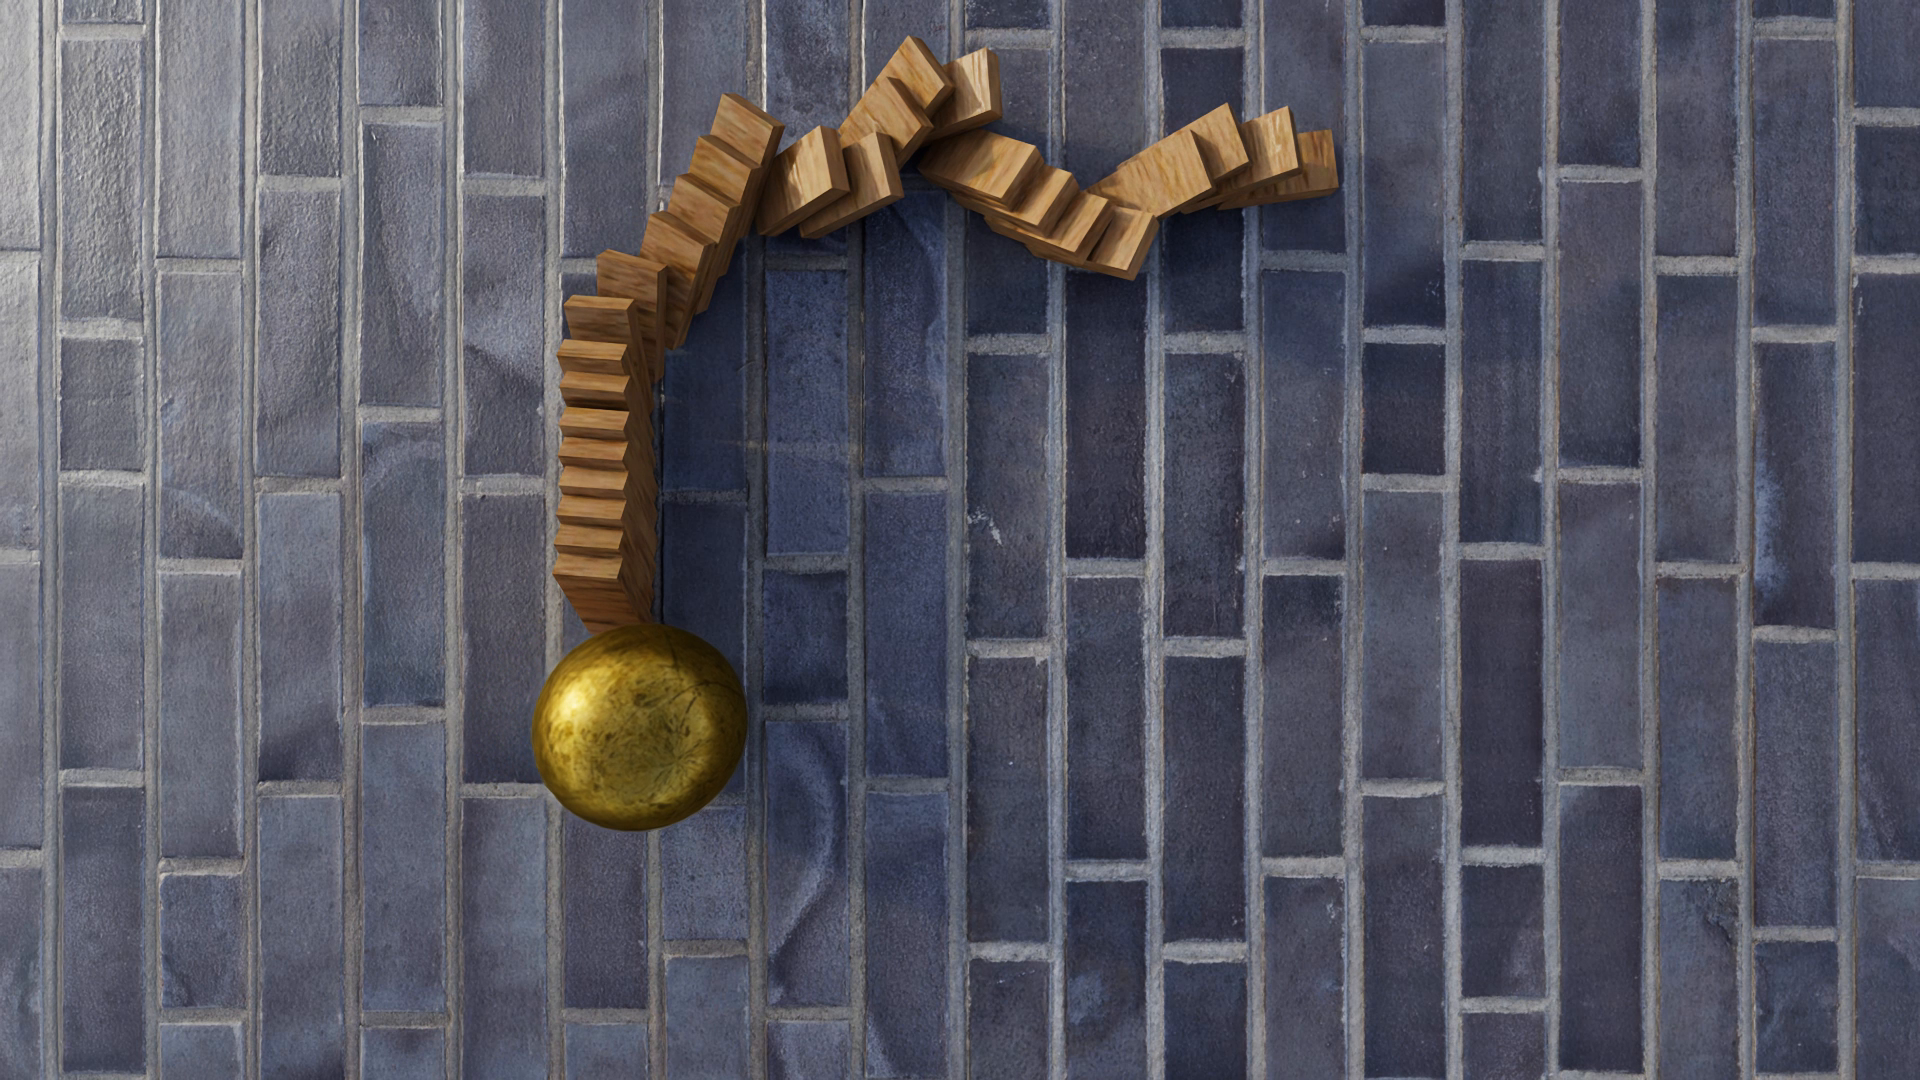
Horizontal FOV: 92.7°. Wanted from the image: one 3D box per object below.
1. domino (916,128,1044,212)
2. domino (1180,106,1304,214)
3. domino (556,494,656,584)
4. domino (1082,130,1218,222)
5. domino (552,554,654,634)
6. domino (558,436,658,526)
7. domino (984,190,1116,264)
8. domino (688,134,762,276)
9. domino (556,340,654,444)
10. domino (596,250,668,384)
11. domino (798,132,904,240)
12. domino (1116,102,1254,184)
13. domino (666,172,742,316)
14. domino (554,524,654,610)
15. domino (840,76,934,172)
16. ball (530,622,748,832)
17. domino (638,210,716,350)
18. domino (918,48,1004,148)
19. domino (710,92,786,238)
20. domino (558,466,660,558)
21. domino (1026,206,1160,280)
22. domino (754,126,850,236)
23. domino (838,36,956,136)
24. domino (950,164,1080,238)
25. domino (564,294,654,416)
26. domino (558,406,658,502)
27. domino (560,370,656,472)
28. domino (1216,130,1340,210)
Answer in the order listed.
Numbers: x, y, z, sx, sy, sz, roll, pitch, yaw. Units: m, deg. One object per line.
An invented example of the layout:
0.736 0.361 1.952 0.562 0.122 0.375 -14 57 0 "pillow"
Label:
0.008 -0.157 0.383 0.050 0.010 0.025 34 90 33 "domino"
0.114 -0.157 0.382 0.050 0.009 0.025 -10 89 33 "domino"
-0.144 0.001 0.377 0.025 0.050 0.009 4 56 0 "domino"
0.079 -0.146 0.383 0.050 0.009 0.025 -21 90 32 "domino"
-0.146 0.024 0.377 0.025 0.050 0.010 4 56 0 "domino"
-0.143 -0.022 0.377 0.025 0.050 0.009 4 56 0 "domino"
0.037 -0.135 0.383 0.050 0.009 0.025 33 90 32 "domino"
-0.103 -0.138 0.382 0.025 0.009 0.050 33 123 2 "domino"
-0.145 -0.059 0.377 0.025 0.050 0.009 5 52 0 "domino"
-0.137 -0.092 0.382 0.025 0.010 0.050 15 125 0 "domino"
-0.048 -0.146 0.381 0.050 0.009 0.025 -11 95 35 "domino"
0.093 -0.156 0.383 0.050 0.009 0.025 -20 90 32 "domino"
-0.111 -0.123 0.382 0.025 0.010 0.050 32 123 1 "domino"
-0.145 0.012 0.377 0.025 0.050 0.009 4 56 0 "domino"
-0.036 -0.162 0.381 0.050 0.010 0.025 -38 85 36 "domino"
-0.124 0.073 0.360 0.080 0.080 0.080 0 90 0 "ball"
-0.122 -0.108 0.382 0.025 0.010 0.050 31 123 0 "domino"
-0.007 -0.182 0.382 0.050 0.009 0.025 -4 90 33 "domino"
-0.094 -0.155 0.381 0.025 0.009 0.050 34 123 4 "domino"
-0.143 -0.010 0.377 0.025 0.050 0.010 4 56 0 "domino"
0.055 -0.127 0.383 0.050 0.010 0.025 25 90 31 "domino"
-0.068 -0.148 0.380 0.050 0.010 0.025 -11 90 42 "domino"
-0.027 -0.179 0.381 0.050 0.010 0.025 -38 85 36 "domino"
0.022 -0.146 0.383 0.050 0.010 0.025 34 90 32 "domino"
-0.145 -0.075 0.380 0.025 0.010 0.050 4 130 1 "domino"
-0.143 -0.033 0.377 0.025 0.050 0.010 5 56 0 "domino"
-0.144 -0.047 0.377 0.025 0.050 0.009 5 52 0 "domino"
0.135 -0.159 0.395 0.050 0.009 0.025 -8 90 0 "domino"
